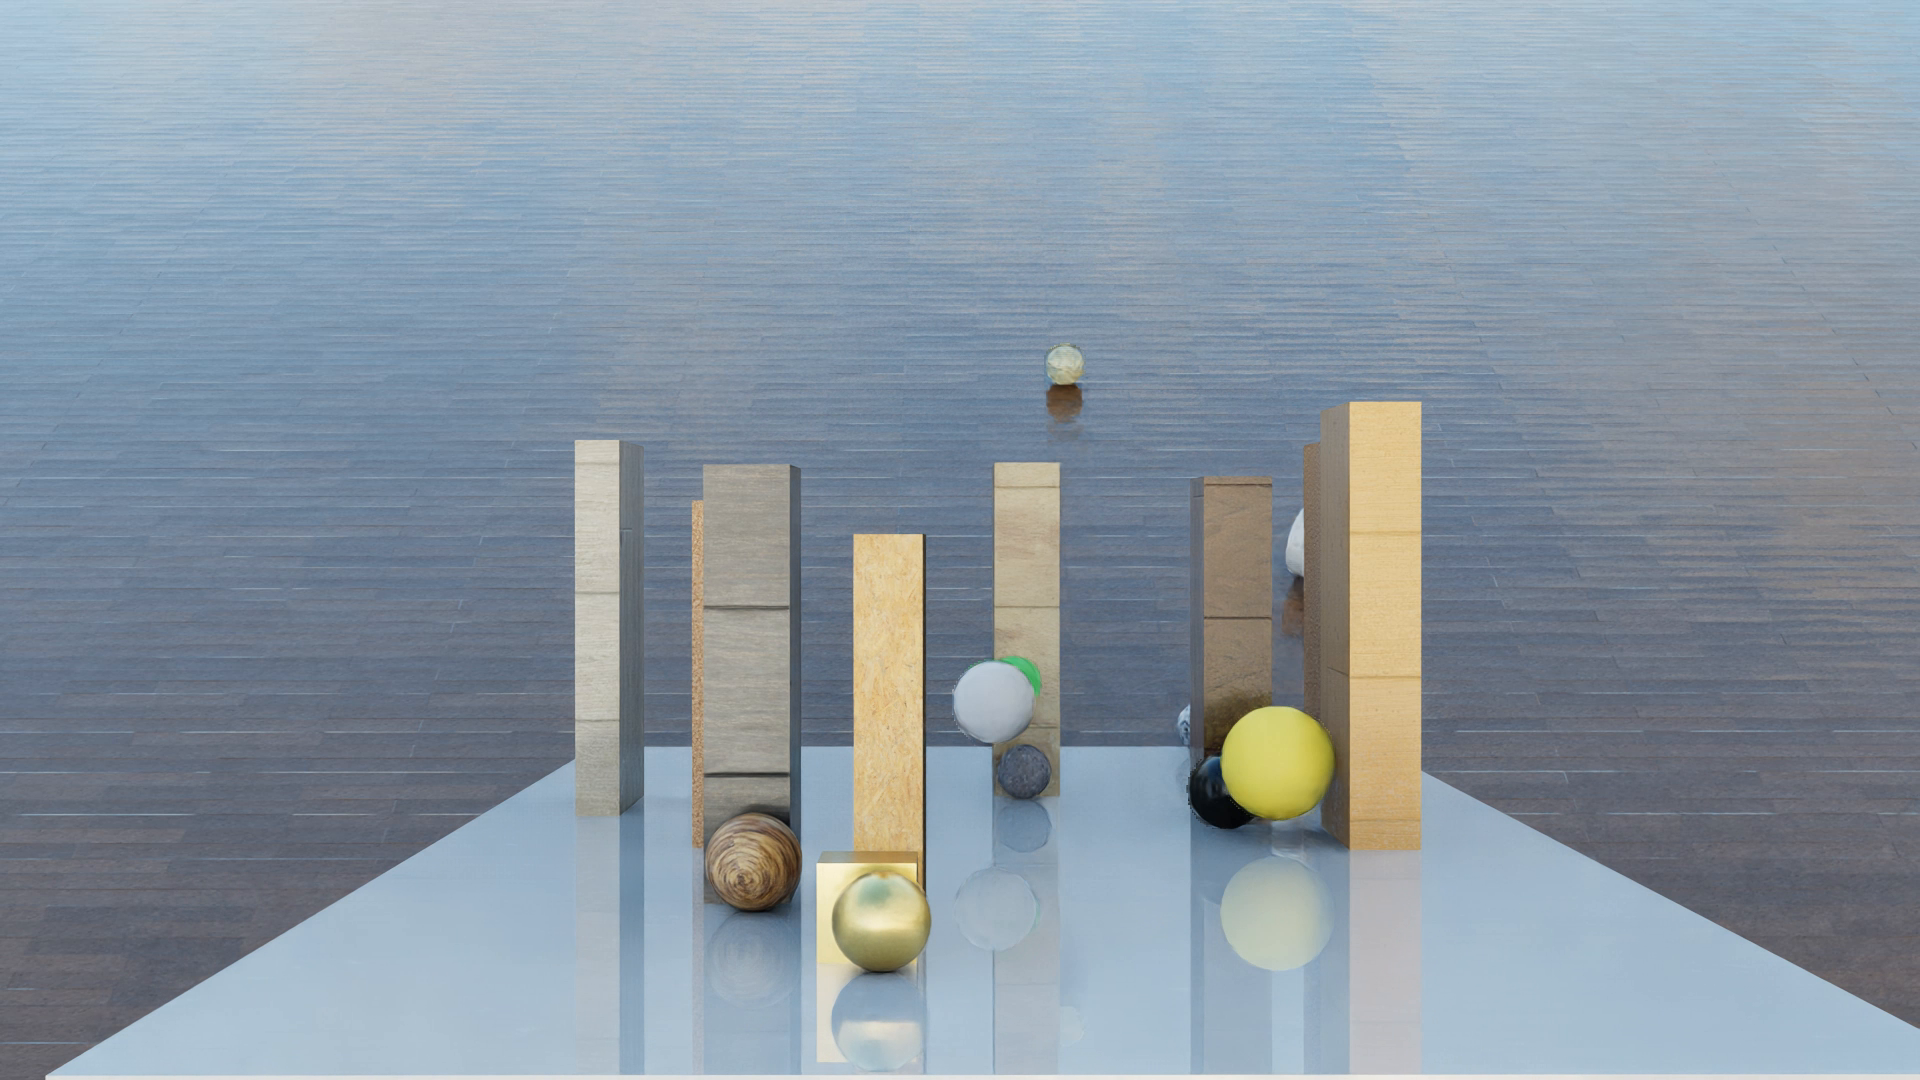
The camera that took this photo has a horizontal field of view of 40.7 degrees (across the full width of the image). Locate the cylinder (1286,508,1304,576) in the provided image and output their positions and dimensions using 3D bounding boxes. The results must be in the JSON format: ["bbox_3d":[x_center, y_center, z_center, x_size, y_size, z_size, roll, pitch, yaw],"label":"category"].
[{"bbox_3d":[1.081,0.024,7.494,0.204,0.204,0.204,15,33,28],"label":"cylinder"}]

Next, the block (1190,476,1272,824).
[{"bbox_3d":[0.525,0.208,5.023,0.129,0.657,0.281,0,0,0],"label":"block"}]

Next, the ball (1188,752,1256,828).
[{"bbox_3d":[0.497,0.465,4.812,0.144,0.144,0.144,0,29,0],"label":"ball"}]

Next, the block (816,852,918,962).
[{"bbox_3d":[-0.120,0.479,3.386,0.128,0.128,0.128,0,0,0],"label":"block"}]

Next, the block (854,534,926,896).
[{"bbox_3d":[-0.096,0.267,3.652,0.092,0.550,0.406,0,0,0],"label":"block"}]

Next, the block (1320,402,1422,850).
[{"bbox_3d":[0.738,0.149,4.669,0.124,0.778,0.359,0,0,0],"label":"block"}]

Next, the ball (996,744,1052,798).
[{"bbox_3d":[0.133,0.479,5.351,0.112,0.112,0.112,0,29,0],"label":"ball"}]

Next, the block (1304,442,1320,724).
[{"bbox_3d":[0.820,0.162,5.639,0.099,0.744,0.326,0,0,0],"label":"block"}]

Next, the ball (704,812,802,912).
[{"bbox_3d":[-0.301,0.470,3.779,0.143,0.143,0.143,0,29,0],"label":"ball"}]

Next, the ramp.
[{"bbox_3d":[0.066,0.588,4.639,2.000,0.100,4.000,0,0,0],"label":"ramp"}]

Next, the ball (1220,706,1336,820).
[{"bbox_3d":[0.574,0.402,4.668,0.206,0.206,0.206,0,29,0],"label":"ball"}]

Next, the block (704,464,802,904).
[{"bbox_3d":[-0.318,0.214,3.985,0.129,0.654,0.272,0,0,0],"label":"block"}]

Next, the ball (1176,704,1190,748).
[{"bbox_3d":[0.605,0.467,6.469,0.127,0.127,0.127,0,29,0],"label":"ball"}]

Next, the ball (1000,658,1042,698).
[{"bbox_3d":[0.112,0.298,5.351,0.112,0.112,0.112,0,29,0],"label":"ball"}]

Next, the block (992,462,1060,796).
[{"bbox_3d":[0.140,0.186,5.599,0.135,0.696,0.386,0,0,0],"label":"block"}]

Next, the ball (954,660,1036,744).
[{"bbox_3d":[0.070,0.327,5.218,0.167,0.167,0.167,0,29,0],"label":"ball"}]

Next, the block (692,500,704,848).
[{"bbox_3d":[-0.413,0.234,4.664,0.111,0.608,0.284,0,0,0],"label":"block"}]

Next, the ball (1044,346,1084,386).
[{"bbox_3d":[0.352,-0.586,8.667,0.133,0.133,0.133,0,29,0],"label":"ball"}]

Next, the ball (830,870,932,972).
[{"bbox_3d":[-0.099,0.480,3.259,0.127,0.127,0.127,0,29,0],"label":"ball"}]

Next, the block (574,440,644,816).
[{"bbox_3d":[-0.705,0.171,5.223,0.086,0.731,0.396,0,0,0],"label":"block"}]
